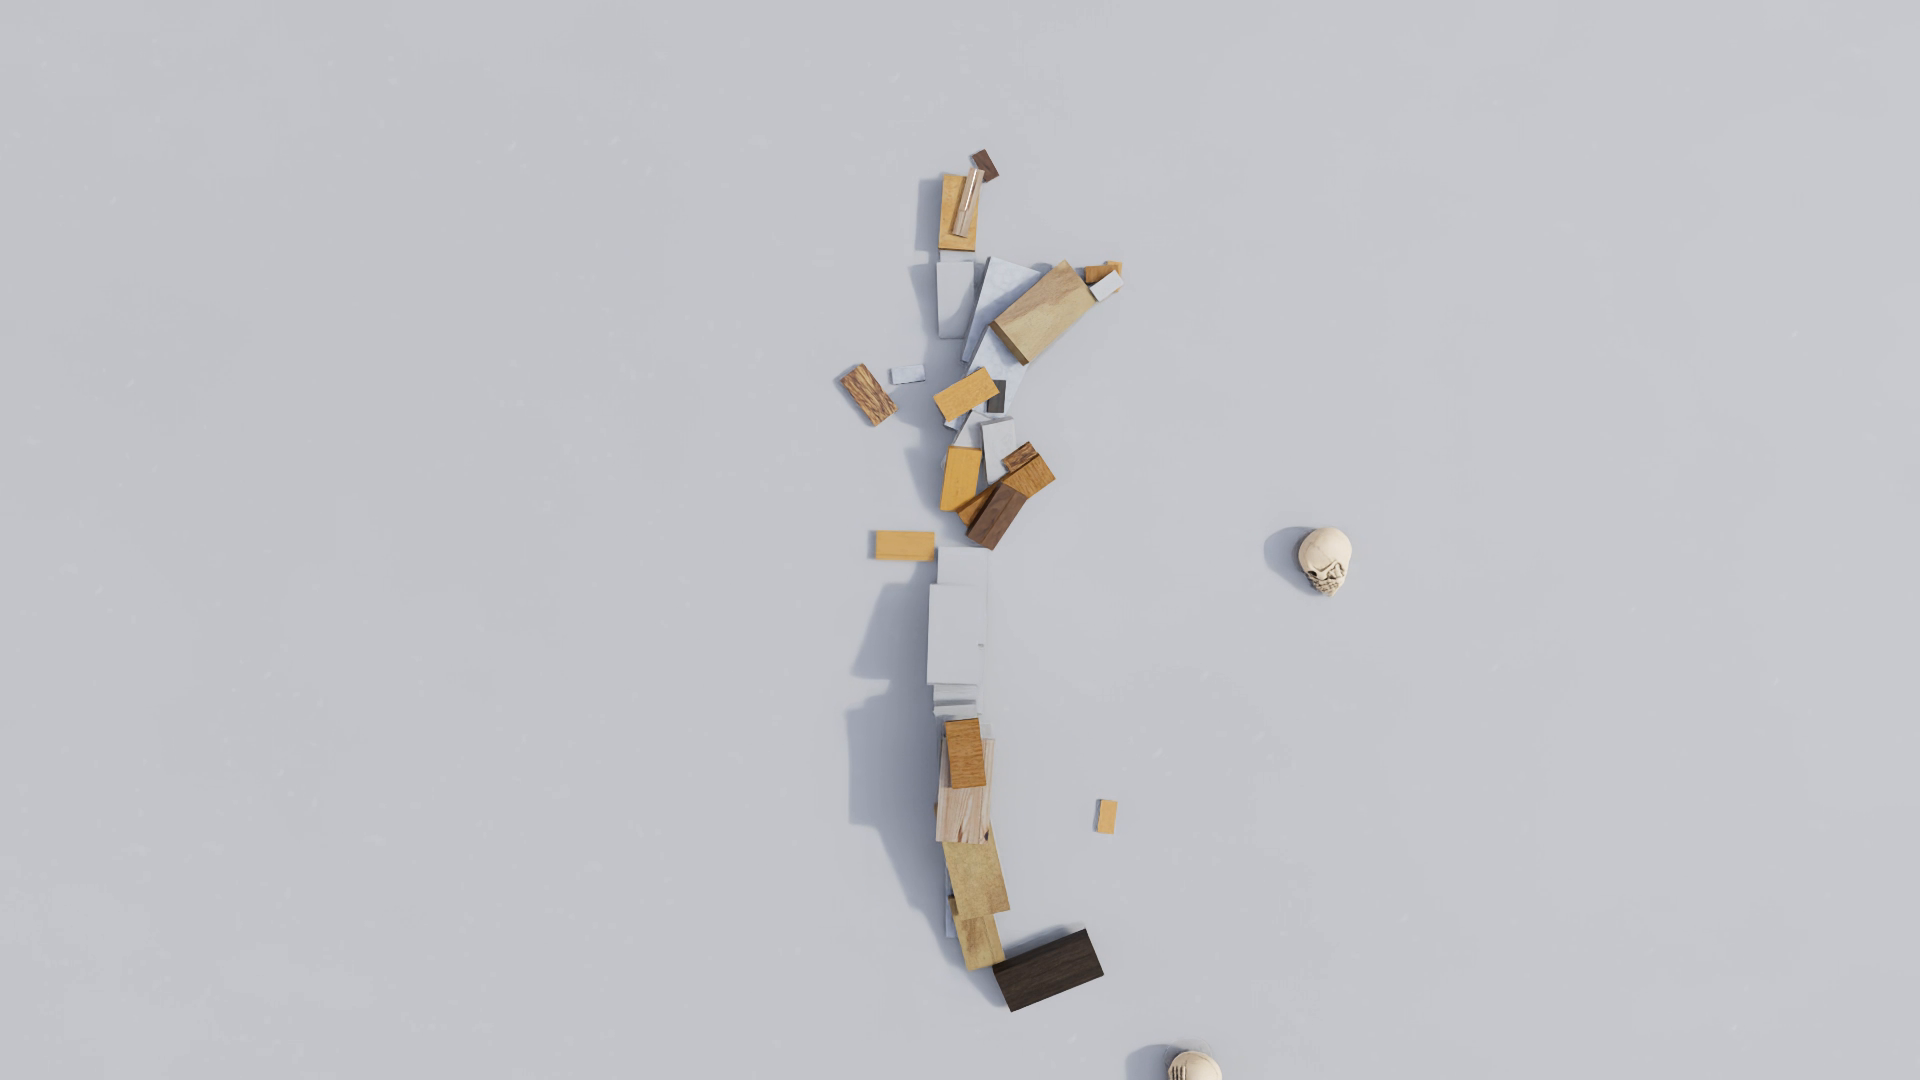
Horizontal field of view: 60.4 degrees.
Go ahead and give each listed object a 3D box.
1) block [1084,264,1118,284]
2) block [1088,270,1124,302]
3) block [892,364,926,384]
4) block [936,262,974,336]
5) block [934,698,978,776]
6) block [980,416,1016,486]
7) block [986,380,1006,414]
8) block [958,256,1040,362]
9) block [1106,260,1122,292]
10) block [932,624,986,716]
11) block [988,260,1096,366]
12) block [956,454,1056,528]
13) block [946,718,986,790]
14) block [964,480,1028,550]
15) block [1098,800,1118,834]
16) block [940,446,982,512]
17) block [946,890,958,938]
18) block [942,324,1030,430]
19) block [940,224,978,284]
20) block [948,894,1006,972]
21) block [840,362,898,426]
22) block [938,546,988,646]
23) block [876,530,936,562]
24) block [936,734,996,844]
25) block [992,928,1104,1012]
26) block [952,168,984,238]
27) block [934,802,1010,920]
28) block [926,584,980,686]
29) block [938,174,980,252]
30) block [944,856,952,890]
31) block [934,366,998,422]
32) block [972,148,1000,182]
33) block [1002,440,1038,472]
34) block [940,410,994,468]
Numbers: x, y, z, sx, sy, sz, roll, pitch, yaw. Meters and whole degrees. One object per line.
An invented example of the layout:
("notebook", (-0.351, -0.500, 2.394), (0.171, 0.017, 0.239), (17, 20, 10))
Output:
("block", (0.471, -0.884, 5.478), (0.109, 0.015, 0.054), (-3, 90, 0))
("block", (0.485, -0.839, 5.452), (0.109, 0.015, 0.054), (-37, 95, -11))
("block", (-0.172, -0.551, 5.492), (0.108, 0.015, 0.054), (-7, 90, 0))
("block", (-0.013, -0.798, 5.459), (0.121, 0.034, 0.241), (-2, 102, 0))
("block", (-0.008, 0.652, 5.366), (0.136, 0.039, 0.272), (-3, 111, 0))
("block", (0.130, -0.294, 5.422), (0.109, 0.031, 0.218), (-13, 120, -12))
("block", (0.120, -0.471, 5.402), (0.054, 0.015, 0.108), (1, 106, -12))
("block", (0.129, -0.739, 5.445), (0.176, 0.050, 0.352), (15, 92, -16))
("block", (0.509, -0.877, 5.493), (0.050, 0.014, 0.100), (8, 90, 0))
("block", (0.000, 0.408, 5.420), (0.162, 0.046, 0.323), (3, 74, 1))
("block", (0.275, -0.745, 5.397), (0.352, 0.050, 0.176), (-43, 97, -24))
("block", (0.152, -0.150, 5.462), (0.334, 0.030, 0.107), (-36, 118, 0))
("block", (0.018, 0.678, 5.237), (0.107, 0.030, 0.213), (-7, 91, 1))
("block", (0.119, -0.079, 5.446), (0.107, 0.030, 0.213), (29, 101, -24))
("block", (0.491, 0.922, 5.492), (0.054, 0.015, 0.109), (7, 90, 0))
("block", (0.001, -0.200, 5.436), (0.109, 0.031, 0.218), (5, 112, -10))
("block", (0.017, 1.112, 5.449), (0.129, 0.036, 0.409), (0, 99, -1))
("block", (0.094, -0.511, 5.420), (0.176, 0.050, 0.352), (22, 101, -17))
("block", (-0.003, -0.973, 5.483), (0.121, 0.034, 0.241), (1, 90, 0))
("block", (0.056, 1.282, 5.440), (0.129, 0.036, 0.257), (-15, 99, 2))
("block", (-0.302, -0.483, 5.486), (0.097, 0.027, 0.194), (-38, 90, 0))
("block", (0.004, 0.186, 5.434), (0.162, 0.046, 0.323), (2, 74, 0))
("block", (-0.181, 0.019, 5.486), (0.194, 0.027, 0.097), (2, 90, 0))
("block", (0.017, 0.798, 5.277), (0.167, 0.047, 0.334), (4, 91, 1))
("block", (0.292, 1.422, 5.447), (0.334, 0.047, 0.167), (-22, 112, 0))
("block", (0.028, -1.110, 5.425), (0.050, 0.014, 0.226), (15, 90, 0))
("block", (0.039, 1.028, 5.356), (0.167, 0.047, 0.392), (-13, 99, 1))
("block", (-0.022, 0.309, 5.352), (0.162, 0.046, 0.323), (2, 74, 0))
("block", (-0.002, -1.079, 5.449), (0.121, 0.034, 0.241), (4, 90, 0))
("block", (0.012, 1.012, 5.396), (0.129, 0.036, 0.257), (-3, 99, 0))
("block", (0.020, -0.475, 5.369), (0.194, 0.027, 0.097), (-30, 101, 5))
("block", (0.085, -1.246, 5.493), (0.050, 0.014, 0.100), (-29, 90, 0))
("block", (0.198, -0.273, 5.429), (0.108, 0.015, 0.054), (-36, 123, 0))
("block", (0.034, -0.314, 5.426), (0.109, 0.031, 0.218), (24, 108, -18))
